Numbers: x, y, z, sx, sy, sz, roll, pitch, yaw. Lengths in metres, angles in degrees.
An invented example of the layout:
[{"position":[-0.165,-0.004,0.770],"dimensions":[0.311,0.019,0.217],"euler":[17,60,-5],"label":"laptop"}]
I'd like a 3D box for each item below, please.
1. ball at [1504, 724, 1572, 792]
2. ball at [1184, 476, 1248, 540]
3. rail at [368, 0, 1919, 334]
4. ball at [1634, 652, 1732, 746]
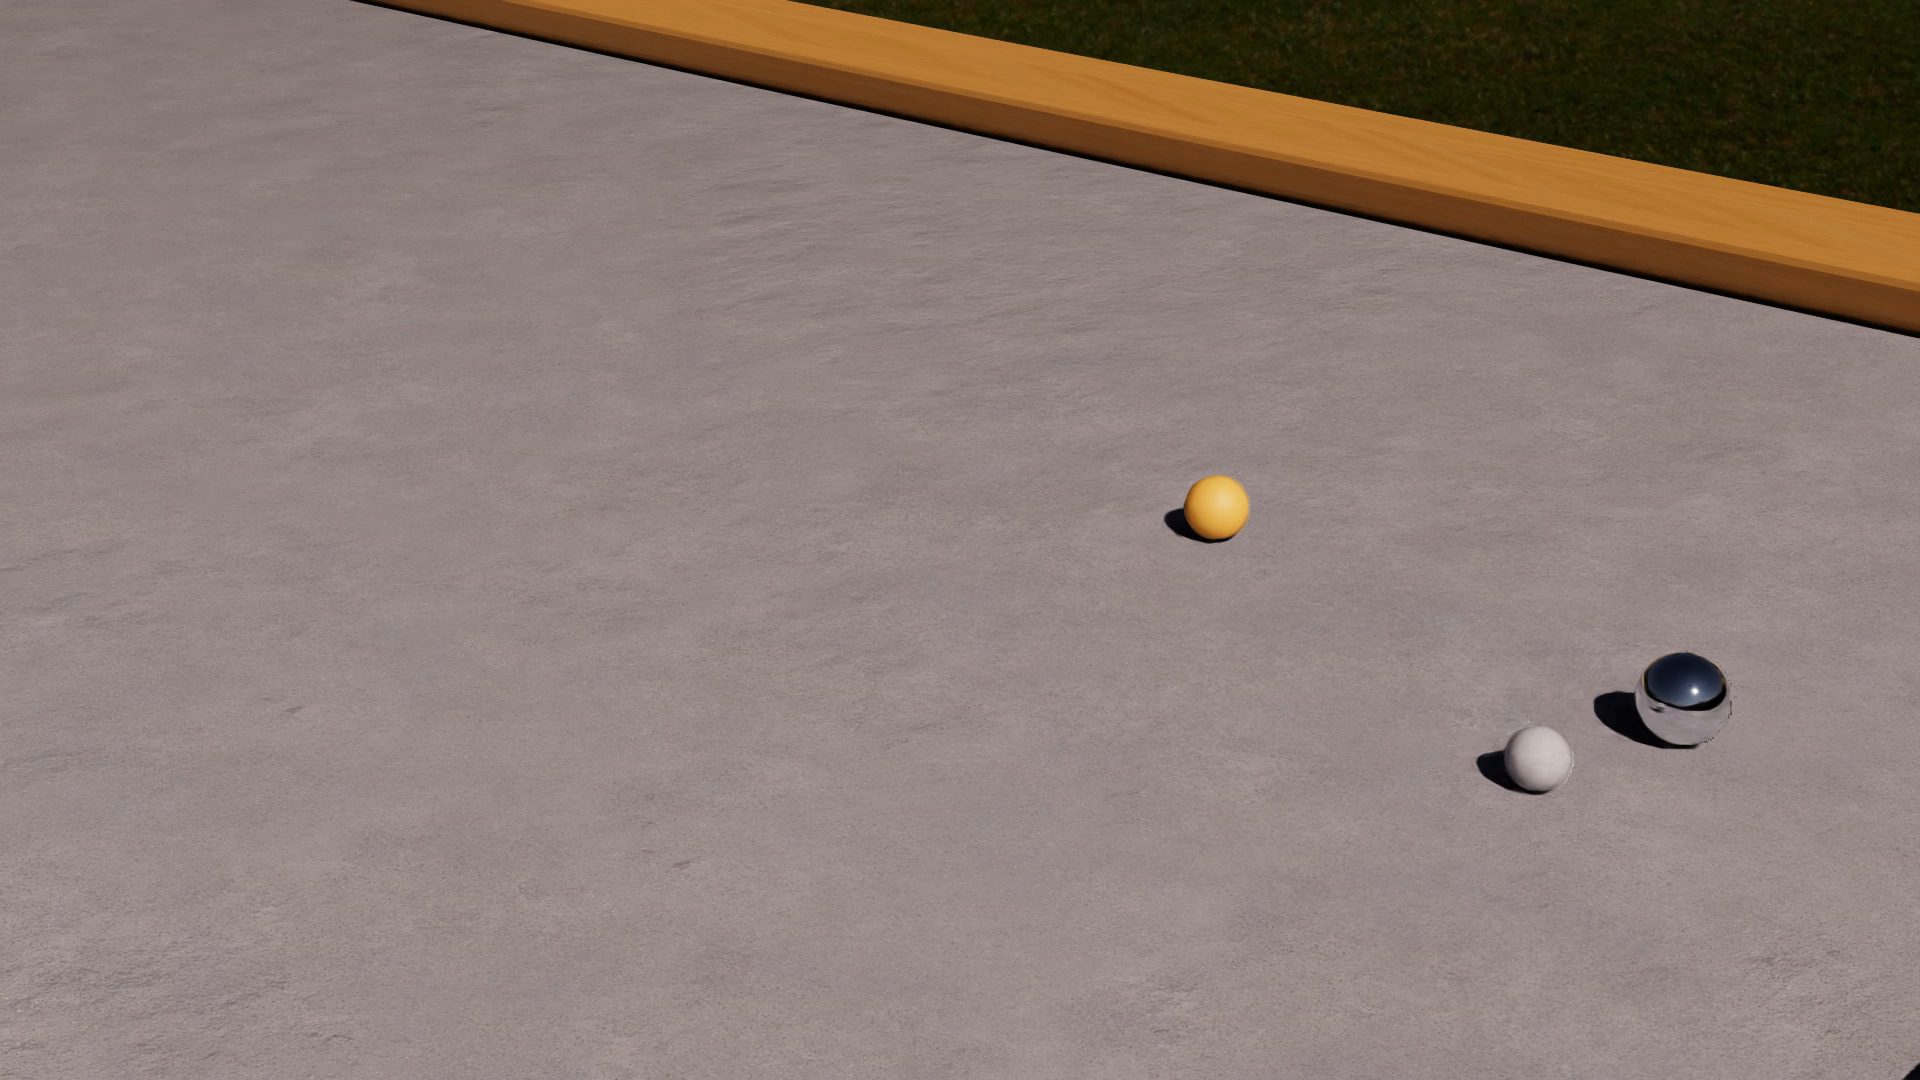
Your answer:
[{"position":[0.422,0.160,2.151],"dimensions":[0.049,0.049,0.049],"euler":[0,22,0],"label":"ball"},{"position":[0.227,-0.029,2.603],"dimensions":[0.057,0.057,0.057],"euler":[0,22,0],"label":"ball"},{"position":[-0.064,-0.626,3.975],"dimensions":[4.352,0.129,0.045],"euler":[18,28,37],"label":"rail"},{"position":[0.545,0.120,2.220],"dimensions":[0.071,0.071,0.071],"euler":[0,22,0],"label":"ball"}]
